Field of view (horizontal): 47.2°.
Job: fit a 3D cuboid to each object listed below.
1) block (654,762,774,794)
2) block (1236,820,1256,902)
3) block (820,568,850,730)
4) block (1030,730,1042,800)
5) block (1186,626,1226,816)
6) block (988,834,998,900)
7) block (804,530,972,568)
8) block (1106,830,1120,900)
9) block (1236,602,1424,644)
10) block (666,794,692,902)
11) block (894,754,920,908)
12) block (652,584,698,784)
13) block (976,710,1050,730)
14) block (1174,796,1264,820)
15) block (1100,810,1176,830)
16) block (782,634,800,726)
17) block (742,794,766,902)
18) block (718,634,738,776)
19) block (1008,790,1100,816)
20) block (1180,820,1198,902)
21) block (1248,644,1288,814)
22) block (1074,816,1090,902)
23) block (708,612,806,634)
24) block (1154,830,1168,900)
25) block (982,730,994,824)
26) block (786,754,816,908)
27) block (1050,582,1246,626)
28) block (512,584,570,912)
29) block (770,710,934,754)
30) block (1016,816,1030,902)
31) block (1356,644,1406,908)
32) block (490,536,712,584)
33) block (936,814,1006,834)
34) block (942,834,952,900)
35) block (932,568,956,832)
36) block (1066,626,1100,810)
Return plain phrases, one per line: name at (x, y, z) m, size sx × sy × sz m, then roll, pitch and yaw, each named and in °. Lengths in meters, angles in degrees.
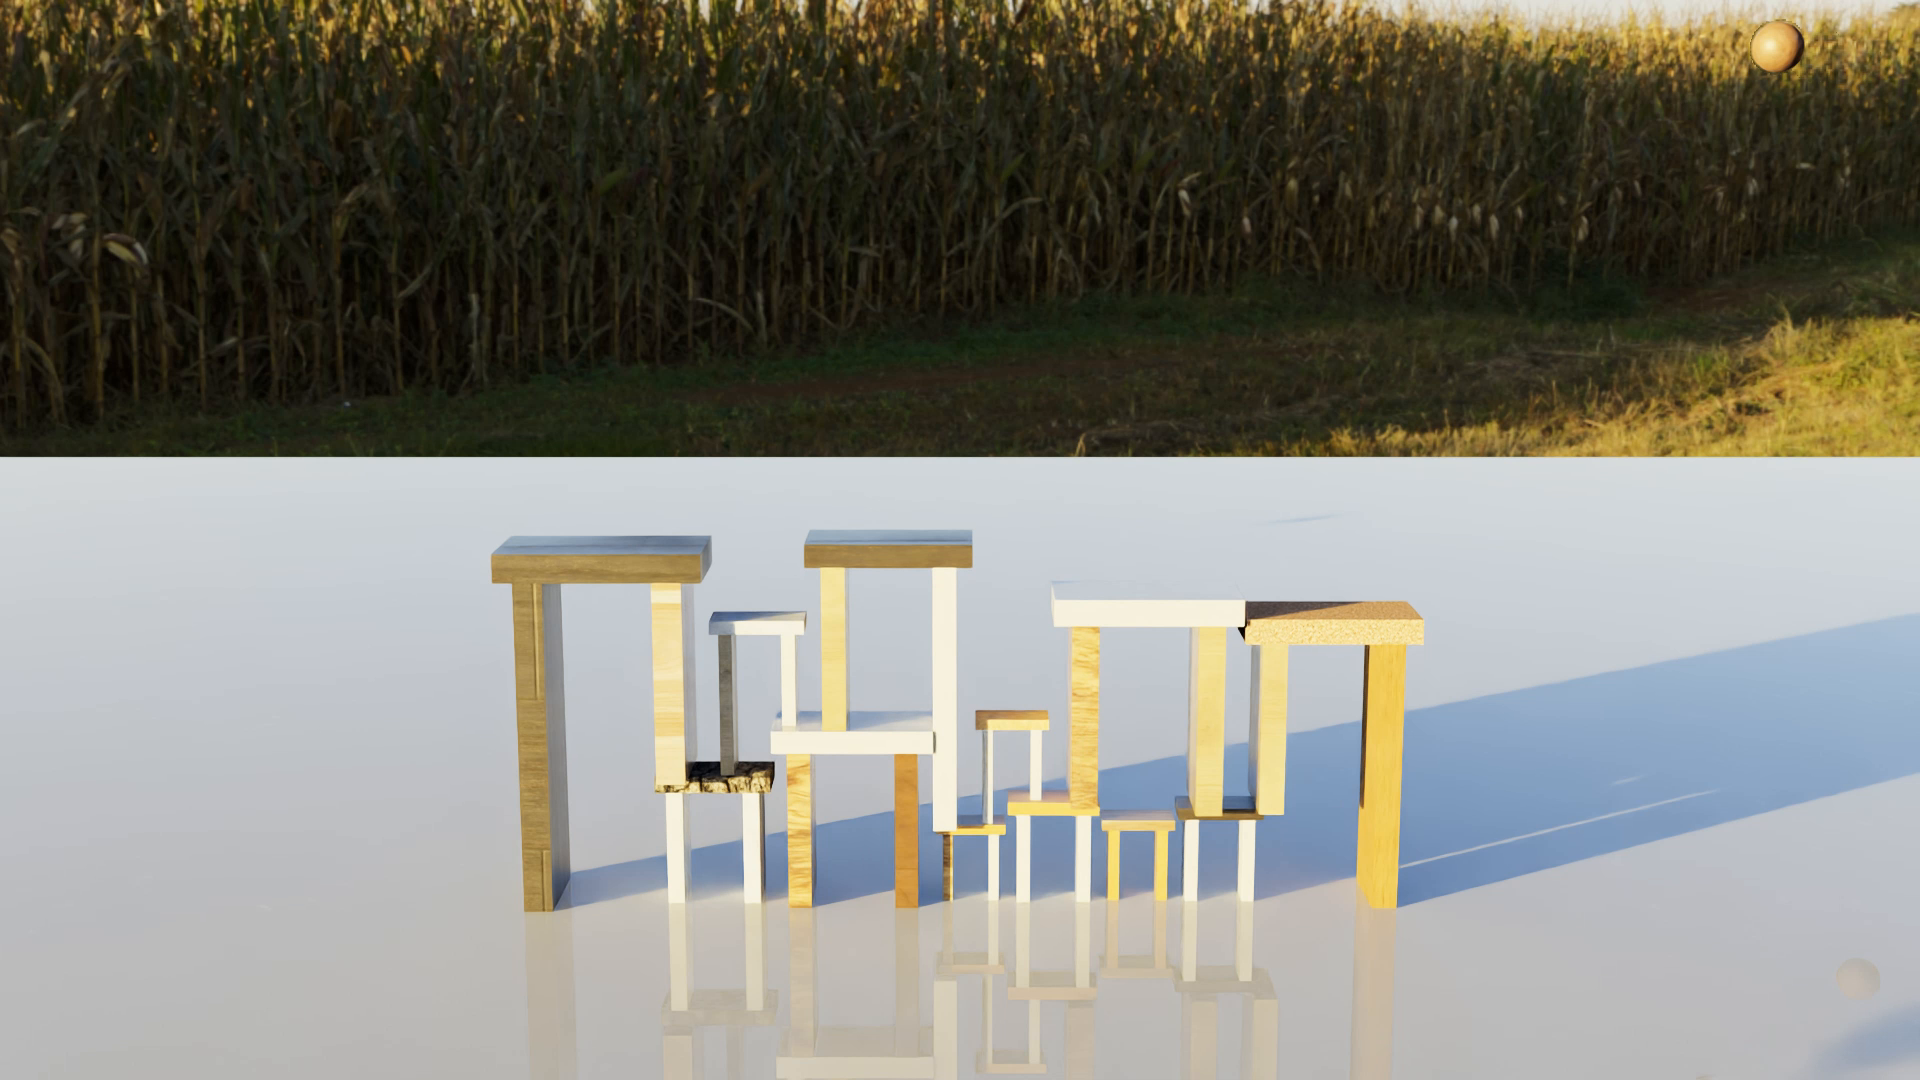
block at (-0.404, 0.392, 3.633) m, size 0.188 × 0.027 × 0.094 m, roll 0°, pitch 11°, yaw 0°
block at (0.475, 0.522, 3.654) m, size 0.020 × 0.140 × 0.070 m, roll 0°, pitch 11°, yaw 0°
block at (-0.203, 0.164, 3.594) m, size 0.038 × 0.268 × 0.134 m, roll 0°, pitch 11°, yaw 0°
block at (0.125, 0.363, 3.628) m, size 0.017 × 0.120 × 0.060 m, roll 0°, pitch 11°, yaw 1°
block at (0.403, 0.279, 3.609) m, size 0.043 × 0.315 × 0.152 m, roll 0°, pitch 11°, yaw 0°
block at (0.056, 0.535, 3.655) m, size 0.016 × 0.113 × 0.057 m, roll 0°, pitch 11°, yaw 0°
block at (-0.114, 0.014, 3.566) m, size 0.268 × 0.038 × 0.134 m, roll 0°, pitch 11°, yaw 0°
block at (0.254, 0.531, 3.658) m, size 0.017 × 0.120 × 0.060 m, roll 0°, pitch 11°, yaw 0°
block at (0.600, 0.135, 3.587) m, size 0.284 × 0.040 × 0.142 m, roll 0°, pitch 11°, yaw 0°
block at (-0.467, 0.497, 3.654) m, size 0.027 × 0.188 × 0.094 m, roll 0°, pitch 11°, yaw 0°
block at (-0.087, 0.462, 3.643) m, size 0.037 × 0.261 × 0.131 m, roll 0°, pitch 11°, yaw 0°
block at (-0.466, 0.217, 3.596) m, size 0.047 × 0.331 × 0.166 m, roll 0°, pitch 11°, yaw 0°
block at (0.085, 0.296, 3.616) m, size 0.120 × 0.017 × 0.060 m, roll 0°, pitch 11°, yaw 0°
block at (0.429, 0.444, 3.639) m, size 0.140 × 0.020 × 0.070 m, roll 0°, pitch 10°, yaw 0°
block at (0.294, 0.464, 3.645) m, size 0.120 × 0.017 × 0.060 m, roll 0°, pitch 11°, yaw 0°
block at (-0.278, 0.221, 3.605) m, size 0.022 × 0.153 × 0.076 m, roll 0°, pitch 11°, yaw 0°
block at (-0.341, 0.497, 3.653) m, size 0.027 × 0.188 × 0.094 m, roll 0°, pitch 11°, yaw 0°
block at (-0.380, 0.262, 3.612) m, size 0.022 × 0.236 × 0.076 m, roll 0°, pitch 11°, yaw 0°
block at (0.154, 0.434, 3.634) m, size 0.149 × 0.021 × 0.075 m, roll 0°, pitch 11°, yaw 1°
block at (0.382, 0.522, 3.654) m, size 0.020 × 0.140 × 0.070 m, roll 0°, pitch 11°, yaw 0°
block at (0.506, 0.294, 3.617) m, size 0.040 × 0.284 × 0.142 m, roll 0°, pitch 10°, yaw 0°
block at (0.204, 0.517, 3.651) m, size 0.021 × 0.149 × 0.075 m, roll 0°, pitch 11°, yaw -1°
block at (-0.329, 0.135, 3.589) m, size 0.153 × 0.022 × 0.076 m, roll 0°, pitch 11°, yaw 0°
block at (0.334, 0.531, 3.658) m, size 0.017 × 0.120 × 0.060 m, roll 0°, pitch 11°, yaw 0°
block at (0.045, 0.383, 3.632) m, size 0.017 × 0.161 × 0.060 m, roll 0°, pitch 11°, yaw 0°
block at (-0.261, 0.462, 3.643) m, size 0.037 × 0.261 × 0.131 m, roll 0°, pitch 11°, yaw 0°
block at (0.302, 0.103, 3.577) m, size 0.303 × 0.043 × 0.152 m, roll 0°, pitch 11°, yaw 0°
block at (-0.687, 0.322, 3.616) m, size 0.047 × 0.546 × 0.166 m, roll 0°, pitch 11°, yaw 0°
block at (-0.175, 0.316, 3.615) m, size 0.261 × 0.037 × 0.130 m, roll 0°, pitch 11°, yaw 0°
block at (0.104, 0.517, 3.651) m, size 0.021 × 0.149 × 0.075 m, roll 0°, pitch 11°, yaw 0°
block at (0.695, 0.372, 3.631) m, size 0.040 × 0.443 × 0.142 m, roll 0°, pitch 11°, yaw 0°
block at (-0.576, 0.031, 3.562) m, size 0.331 × 0.047 × 0.166 m, roll 0°, pitch 11°, yaw 0°
block at (0.018, 0.471, 3.643) m, size 0.113 × 0.016 × 0.057 m, roll 0°, pitch 11°, yaw 0°
block at (-0.020, 0.535, 3.655) m, size 0.016 × 0.113 × 0.057 m, roll 0°, pitch 11°, yaw 0°
block at (-0.025, 0.247, 3.609) m, size 0.038 × 0.437 × 0.134 m, roll 0°, pitch 11°, yaw 0°
block at (0.201, 0.274, 3.608) m, size 0.043 × 0.303 × 0.152 m, roll 0°, pitch 11°, yaw 0°
